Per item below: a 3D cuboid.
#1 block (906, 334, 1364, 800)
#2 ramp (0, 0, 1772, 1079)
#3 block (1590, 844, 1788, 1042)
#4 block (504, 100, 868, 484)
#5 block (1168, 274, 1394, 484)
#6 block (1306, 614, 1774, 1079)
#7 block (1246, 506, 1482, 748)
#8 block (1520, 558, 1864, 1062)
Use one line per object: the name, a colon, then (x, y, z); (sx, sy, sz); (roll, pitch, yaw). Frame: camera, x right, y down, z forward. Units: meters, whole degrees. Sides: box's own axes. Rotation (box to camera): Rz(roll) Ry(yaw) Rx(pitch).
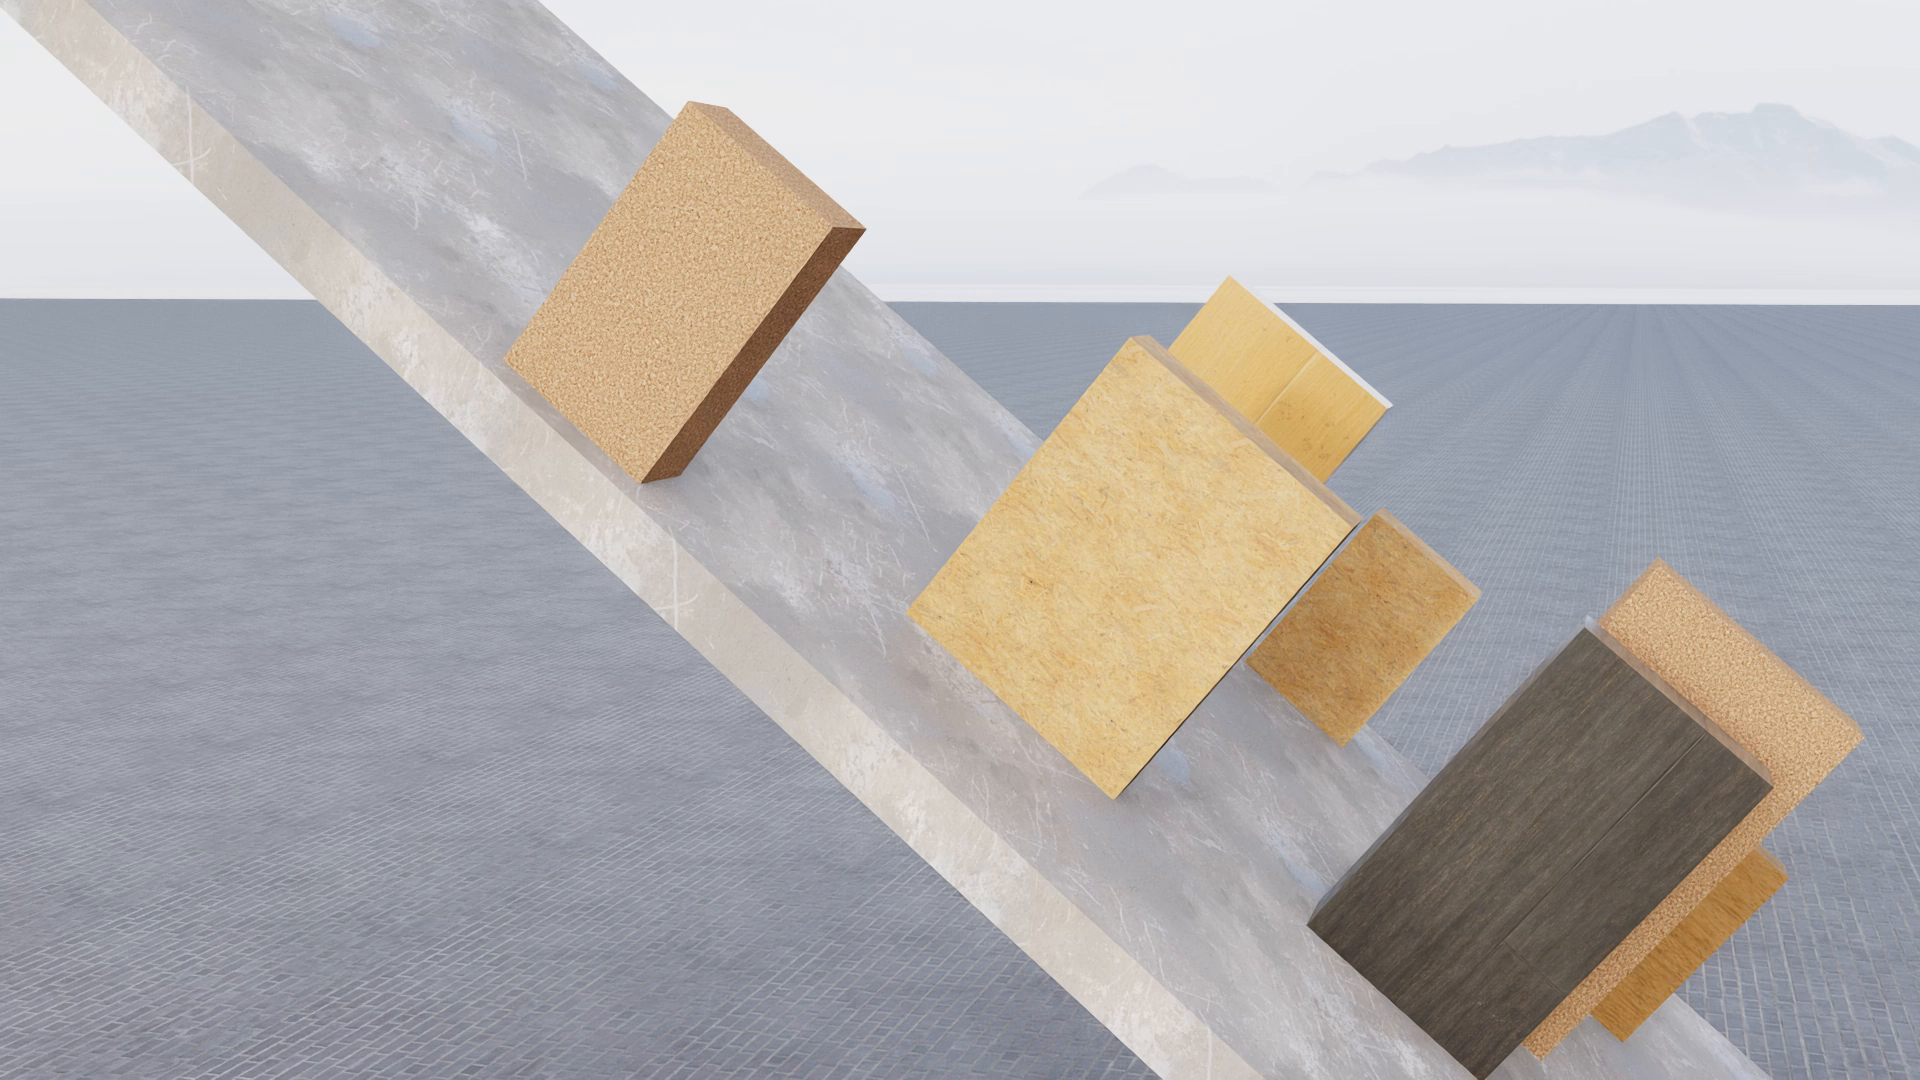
block: (0.268, 0.041, 3.440); (0.441, 0.567, 0.136); (42, 16, 9)
ramp: (0.000, 0.048, 4.040); (4.000, 0.100, 2.000); (42, 16, 9)
block: (1.260, 0.652, 4.190); (0.400, 0.443, 0.097); (42, 16, 9)
block: (-0.403, -0.358, 3.210); (0.280, 0.476, 0.141); (42, 16, 9)
block: (0.469, -0.138, 4.231); (0.386, 0.639, 0.109); (42, 16, 9)
block: (0.910, 0.489, 3.485); (0.364, 0.654, 0.135); (42, 16, 9)
block: (0.841, 0.181, 4.588); (0.269, 0.417, 0.129); (42, 16, 9)
block: (1.091, 0.460, 3.751); (0.423, 0.768, 0.126); (42, 16, 9)
